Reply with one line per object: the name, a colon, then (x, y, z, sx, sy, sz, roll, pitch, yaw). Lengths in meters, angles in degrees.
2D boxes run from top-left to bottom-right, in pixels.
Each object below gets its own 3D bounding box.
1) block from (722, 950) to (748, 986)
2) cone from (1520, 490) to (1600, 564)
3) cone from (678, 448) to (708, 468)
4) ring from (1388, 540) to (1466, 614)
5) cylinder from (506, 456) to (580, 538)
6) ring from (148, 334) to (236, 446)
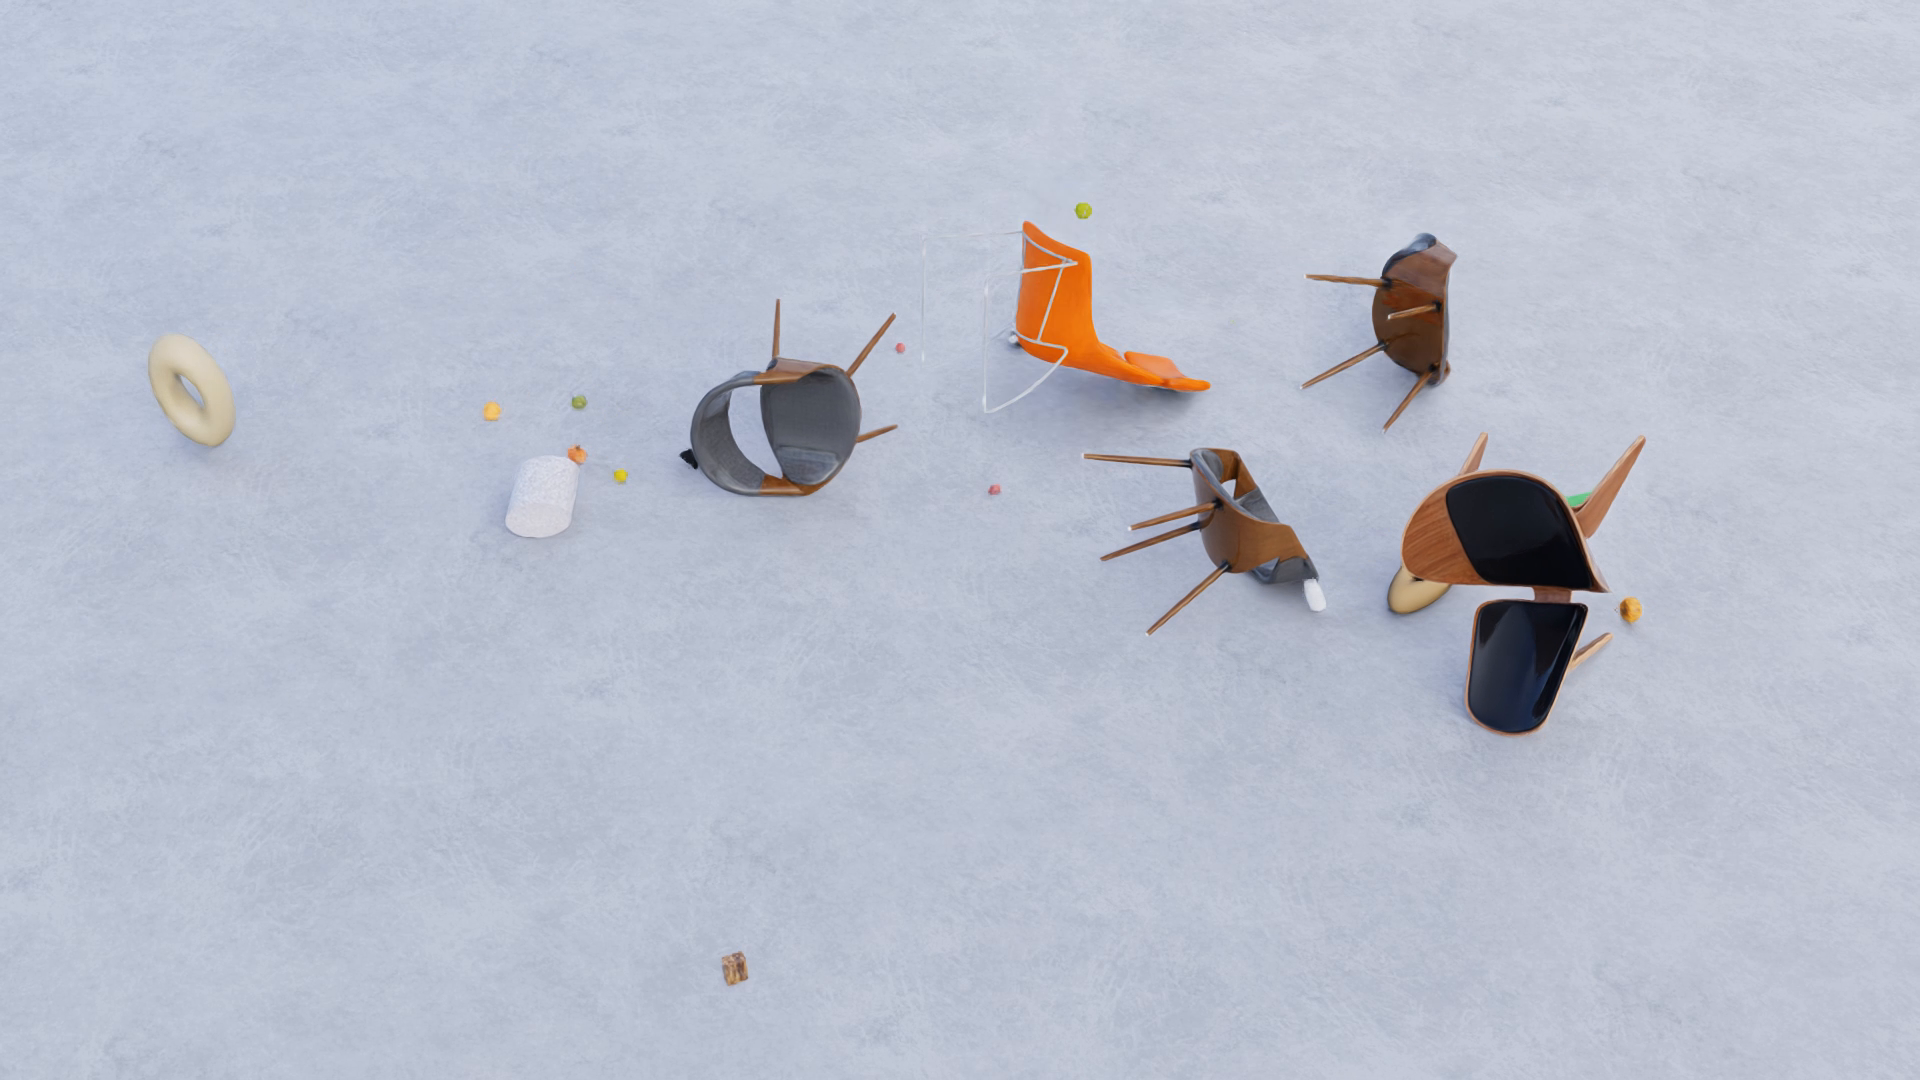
block: (-0.681, 1.296, 8.873, 0.066, 0.102, 0.038, -19, 50, -15)
cone: (2.125, -0.096, 10.187, 0.251, 0.256, 0.159, 51, 22, 6)
cone: (-1.028, -0.305, 11.369, 0.119, 0.107, 0.067, -12, 73, 7)
ring: (1.696, 0.131, 10.650, 0.184, 0.108, 0.483, 21, 39, 31)
cylinder: (-1.571, -0.165, 11.054, 0.246, 0.154, 0.331, -6, 33, 3)
ring: (-2.967, -0.580, 11.329, 0.284, 0.497, 0.158, -10, 31, 19)
